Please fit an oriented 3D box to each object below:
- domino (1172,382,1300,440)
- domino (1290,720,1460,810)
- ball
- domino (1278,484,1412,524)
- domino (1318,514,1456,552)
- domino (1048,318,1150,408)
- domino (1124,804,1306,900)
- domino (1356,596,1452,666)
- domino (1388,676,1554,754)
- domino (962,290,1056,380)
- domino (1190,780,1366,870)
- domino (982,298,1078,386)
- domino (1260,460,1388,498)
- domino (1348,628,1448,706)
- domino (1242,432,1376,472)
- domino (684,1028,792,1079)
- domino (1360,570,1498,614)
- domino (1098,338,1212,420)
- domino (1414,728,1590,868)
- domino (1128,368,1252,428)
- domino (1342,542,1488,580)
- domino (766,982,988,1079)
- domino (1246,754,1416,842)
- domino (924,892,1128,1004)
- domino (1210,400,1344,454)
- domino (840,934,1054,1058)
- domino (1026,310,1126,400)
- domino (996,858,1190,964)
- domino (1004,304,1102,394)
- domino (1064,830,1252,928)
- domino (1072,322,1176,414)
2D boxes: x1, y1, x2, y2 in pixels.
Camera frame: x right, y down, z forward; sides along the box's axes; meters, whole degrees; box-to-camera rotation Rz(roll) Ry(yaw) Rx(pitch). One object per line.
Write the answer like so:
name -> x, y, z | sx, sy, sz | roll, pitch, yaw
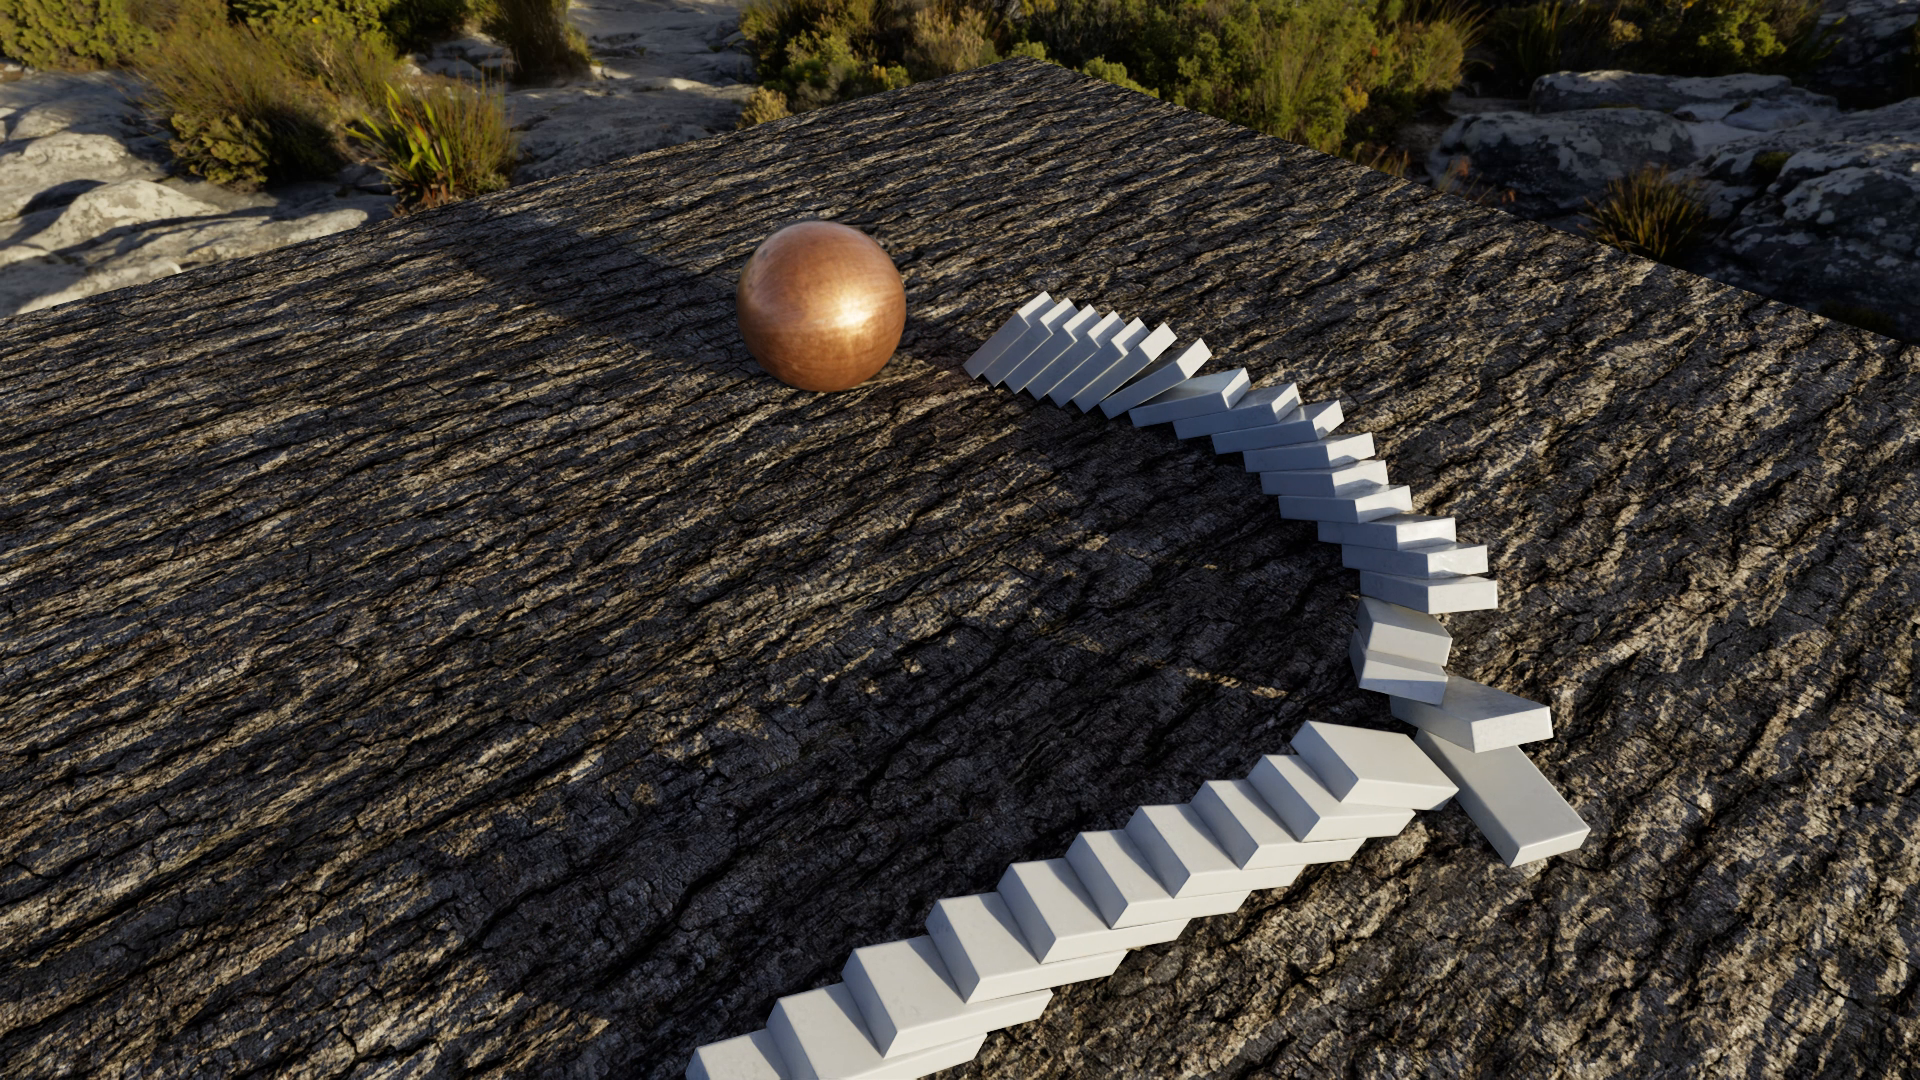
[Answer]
domino -> 0.124, -0.058, 0.494 | 0.050, 0.010, 0.025 | -6, 23, 44
domino -> 0.128, 0.070, 0.339 | 0.050, 0.010, 0.025 | 12, 28, -33
ball -> -0.065, -0.111, 0.523 | 0.080, 0.080, 0.080 | 0, 39, 0
domino -> 0.153, -0.015, 0.441 | 0.025, 0.010, 0.050 | -14, 8, -16
domino -> 0.164, -0.004, 0.425 | 0.025, 0.010, 0.050 | -7, 6, -15
domino -> 0.065, -0.083, 0.516 | 0.009, 0.050, 0.025 | 50, 51, -3
domino -> 0.074, 0.088, 0.317 | 0.050, 0.009, 0.025 | 8, 30, -36
domino -> 0.155, 0.031, 0.386 | 0.025, 0.009, 0.050 | 12, 10, 14
domino -> 0.162, 0.055, 0.352 | 0.025, 0.009, 0.050 | -10, 5, -5
domino -> 0.024, -0.099, 0.537 | 0.009, 0.050, 0.025 | 50, 50, -3
domino -> 0.094, 0.083, 0.325 | 0.050, 0.009, 0.025 | 8, 31, -36
domino -> 0.034, -0.095, 0.531 | 0.009, 0.050, 0.025 | 50, 50, -3
domino -> 0.149, -0.026, 0.454 | 0.025, 0.010, 0.050 | -14, 8, -16
domino -> 0.147, 0.042, 0.373 | 0.025, 0.010, 0.050 | 12, 10, 14
domino -> 0.147, -0.037, 0.466 | 0.025, 0.010, 0.050 | -16, 8, -25
domino -> -0.038, 0.131, 0.267 | 0.050, 0.009, 0.025 | 4, 30, -40
domino -> 0.170, 0.017, 0.401 | 0.025, 0.009, 0.050 | -5, 6, -6
domino -> 0.090, -0.074, 0.509 | 0.050, 0.010, 0.025 | -25, 14, 49
domino -> 0.170, 0.077, 0.349 | 0.025, 0.009, 0.050 | -10, 40, -12
domino -> 0.105, -0.065, 0.504 | 0.050, 0.009, 0.025 | -6, 27, 44
domino -> 0.170, 0.006, 0.414 | 0.025, 0.009, 0.050 | -7, 6, -15
domino -> -0.020, 0.123, 0.276 | 0.050, 0.009, 0.025 | 4, 30, -40
domino -> 0.112, 0.077, 0.331 | 0.050, 0.010, 0.025 | 9, 30, -38
domino -> 0.018, 0.107, 0.296 | 0.050, 0.009, 0.025 | 5, 32, -35
domino -> 0.139, -0.049, 0.483 | 0.050, 0.009, 0.025 | -5, 21, 47
domino -> -0.003, 0.115, 0.285 | 0.050, 0.009, 0.025 | 5, 29, -38
domino -> 0.054, -0.087, 0.521 | 0.009, 0.050, 0.025 | 50, 50, -3
domino -> 0.037, 0.100, 0.304 | 0.050, 0.009, 0.025 | 6, 31, -35
domino -> 0.044, -0.091, 0.526 | 0.009, 0.050, 0.025 | 50, 50, -3
domino -> 0.056, 0.094, 0.311 | 0.050, 0.010, 0.025 | 8, 30, -36
domino -> 0.076, -0.080, 0.513 | 0.009, 0.050, 0.025 | 50, 50, -3
